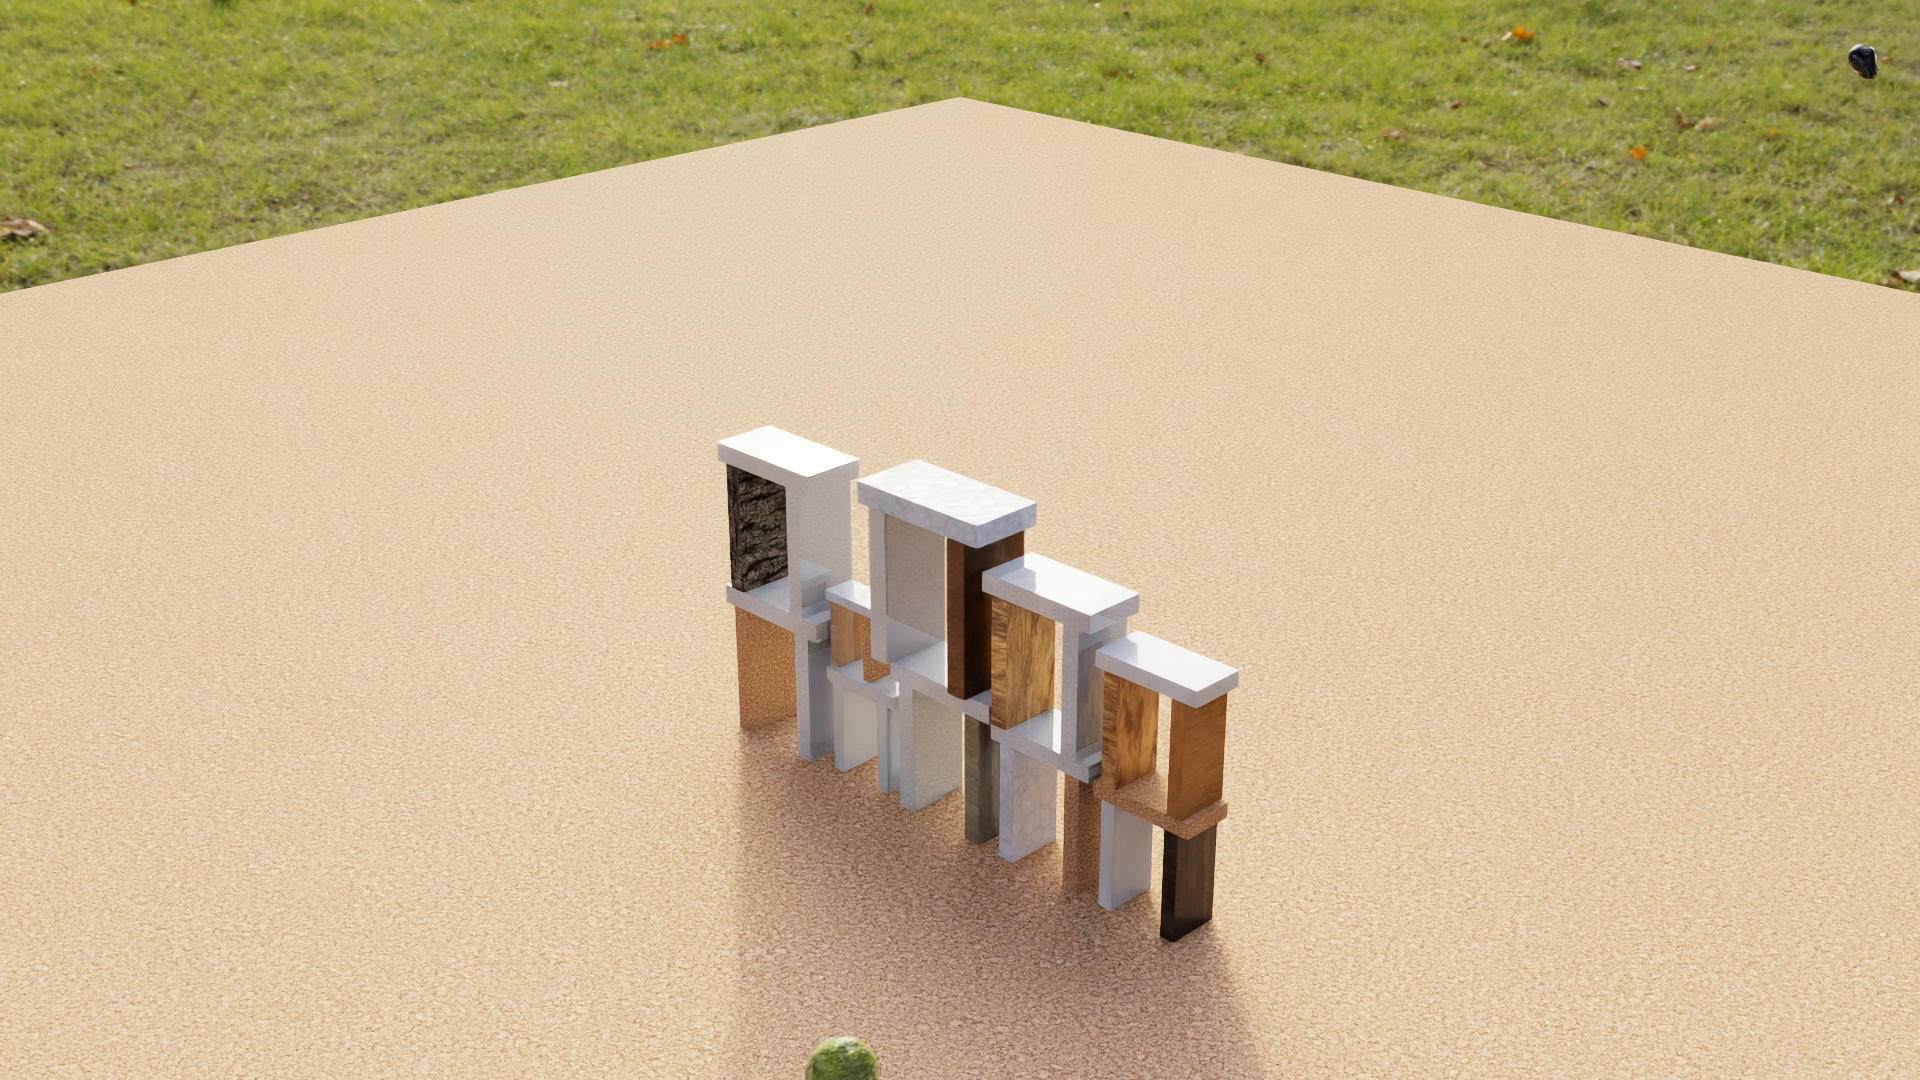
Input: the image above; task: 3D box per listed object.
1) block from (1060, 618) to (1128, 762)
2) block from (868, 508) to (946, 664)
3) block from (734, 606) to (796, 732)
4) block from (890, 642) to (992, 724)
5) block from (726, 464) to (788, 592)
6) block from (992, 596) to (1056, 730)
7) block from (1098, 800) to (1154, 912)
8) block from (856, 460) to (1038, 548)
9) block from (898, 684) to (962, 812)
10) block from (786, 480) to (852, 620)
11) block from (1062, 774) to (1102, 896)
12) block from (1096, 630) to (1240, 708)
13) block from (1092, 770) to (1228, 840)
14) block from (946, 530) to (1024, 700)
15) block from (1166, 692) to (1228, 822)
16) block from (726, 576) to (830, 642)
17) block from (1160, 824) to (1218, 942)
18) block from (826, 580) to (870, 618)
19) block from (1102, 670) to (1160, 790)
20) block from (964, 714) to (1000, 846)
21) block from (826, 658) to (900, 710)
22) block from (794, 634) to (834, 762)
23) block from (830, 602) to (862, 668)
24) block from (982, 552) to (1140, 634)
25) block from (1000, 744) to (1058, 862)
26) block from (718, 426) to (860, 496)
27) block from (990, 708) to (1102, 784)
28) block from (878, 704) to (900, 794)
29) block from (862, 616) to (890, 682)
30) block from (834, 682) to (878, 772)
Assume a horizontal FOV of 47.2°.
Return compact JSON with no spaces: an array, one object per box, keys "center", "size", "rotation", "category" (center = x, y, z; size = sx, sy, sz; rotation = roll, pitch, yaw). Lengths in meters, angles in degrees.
[{"center":[0.247,0.263,4.061],"size":[0.038,0.270,0.135],"rotation":[21,31,41],"category":"block"},{"center":[-0.104,0.069,4.368],"size":[0.163,0.326,0.046],"rotation":[-21,31,-40],"category":"block"},{"center":[-0.415,0.259,4.781],"size":[0.041,0.289,0.144],"rotation":[21,31,41],"category":"block"},{"center":[0.008,0.279,4.342],"size":[0.139,0.039,0.278],"rotation":[-21,31,-40],"category":"block"},{"center":[-0.422,-0.043,4.657],"size":[0.040,0.283,0.141],"rotation":[21,31,41],"category":"block"},{"center":[0.121,0.214,4.178],"size":[0.135,0.270,0.038],"rotation":[-21,31,-41],"category":"block"},{"center":[0.312,0.572,4.124],"size":[0.032,0.226,0.113],"rotation":[21,31,41],"category":"block"},{"center":[-0.027,-0.072,4.224],"size":[0.326,0.046,0.163],"rotation":[21,31,40],"category":"block"},{"center":[-0.059,0.399,4.463],"size":[0.139,0.278,0.039],"rotation":[-21,31,-40],"category":"block"},{"center":[-0.289,0.008,4.535],"size":[0.040,0.283,0.141],"rotation":[21,31,41],"category":"block"},{"center":[0.252,0.537,4.174],"size":[0.036,0.251,0.126],"rotation":[21,31,41],"category":"block"},{"center":[0.368,0.229,3.920],"size":[0.234,0.033,0.117],"rotation":[21,31,40],"category":"block"},{"center":[0.365,0.474,4.025],"size":[0.226,0.032,0.113],"rotation":[21,31,41],"category":"block"},{"center":[0.049,0.130,4.225],"size":[0.163,0.326,0.046],"rotation":[-21,31,-40],"category":"block"},{"center":[0.423,0.373,3.921],"size":[0.033,0.234,0.117],"rotation":[21,31,40],"category":"block"},{"center":[-0.347,0.133,4.654],"size":[0.289,0.041,0.144],"rotation":[21,31,41],"category":"block"},{"center":[0.419,0.613,4.026],"size":[0.032,0.226,0.113],"rotation":[21,31,41],"category":"block"},{"center":[-0.199,0.121,4.488],"size":[0.146,0.021,0.073],"rotation":[21,31,41],"category":"block"},{"center":[0.313,0.330,4.022],"size":[0.033,0.234,0.117],"rotation":[21,31,41],"category":"block"},{"center":[0.072,0.451,4.342],"size":[0.139,0.278,0.039],"rotation":[-21,31,-40],"category":"block"},{"center":[-0.170,0.289,4.528],"size":[0.201,0.028,0.100],"rotation":[21,31,41],"category":"block"},{"center":[-0.278,0.312,4.656],"size":[0.041,0.289,0.144],"rotation":[21,31,41],"category":"block"},{"center":[-0.233,0.185,4.552],"size":[0.021,0.146,0.073],"rotation":[21,31,41],"category":"block"},{"center":[0.185,0.096,4.060],"size":[0.135,0.038,0.270],"rotation":[-21,31,-41],"category":"block"},{"center":[0.134,0.491,4.283],"size":[0.036,0.251,0.126],"rotation":[21,31,41],"category":"block"},{"center":[-0.355,-0.166,4.533],"size":[0.283,0.040,0.141],"rotation":[21,31,41],"category":"block"},{"center":[0.193,0.382,4.172],"size":[0.126,0.036,0.251],"rotation":[-21,31,-41],"category":"block"},{"center":[-0.123,0.413,4.530],"size":[0.028,0.201,0.100],"rotation":[21,31,41],"category":"block"},{"center":[-0.165,0.212,4.489],"size":[0.073,0.146,0.021],"rotation":[-21,31,-41],"category":"block"},{"center":[-0.217,0.376,4.617],"size":[0.028,0.201,0.100],"rotation":[21,31,41],"category":"block"}]
